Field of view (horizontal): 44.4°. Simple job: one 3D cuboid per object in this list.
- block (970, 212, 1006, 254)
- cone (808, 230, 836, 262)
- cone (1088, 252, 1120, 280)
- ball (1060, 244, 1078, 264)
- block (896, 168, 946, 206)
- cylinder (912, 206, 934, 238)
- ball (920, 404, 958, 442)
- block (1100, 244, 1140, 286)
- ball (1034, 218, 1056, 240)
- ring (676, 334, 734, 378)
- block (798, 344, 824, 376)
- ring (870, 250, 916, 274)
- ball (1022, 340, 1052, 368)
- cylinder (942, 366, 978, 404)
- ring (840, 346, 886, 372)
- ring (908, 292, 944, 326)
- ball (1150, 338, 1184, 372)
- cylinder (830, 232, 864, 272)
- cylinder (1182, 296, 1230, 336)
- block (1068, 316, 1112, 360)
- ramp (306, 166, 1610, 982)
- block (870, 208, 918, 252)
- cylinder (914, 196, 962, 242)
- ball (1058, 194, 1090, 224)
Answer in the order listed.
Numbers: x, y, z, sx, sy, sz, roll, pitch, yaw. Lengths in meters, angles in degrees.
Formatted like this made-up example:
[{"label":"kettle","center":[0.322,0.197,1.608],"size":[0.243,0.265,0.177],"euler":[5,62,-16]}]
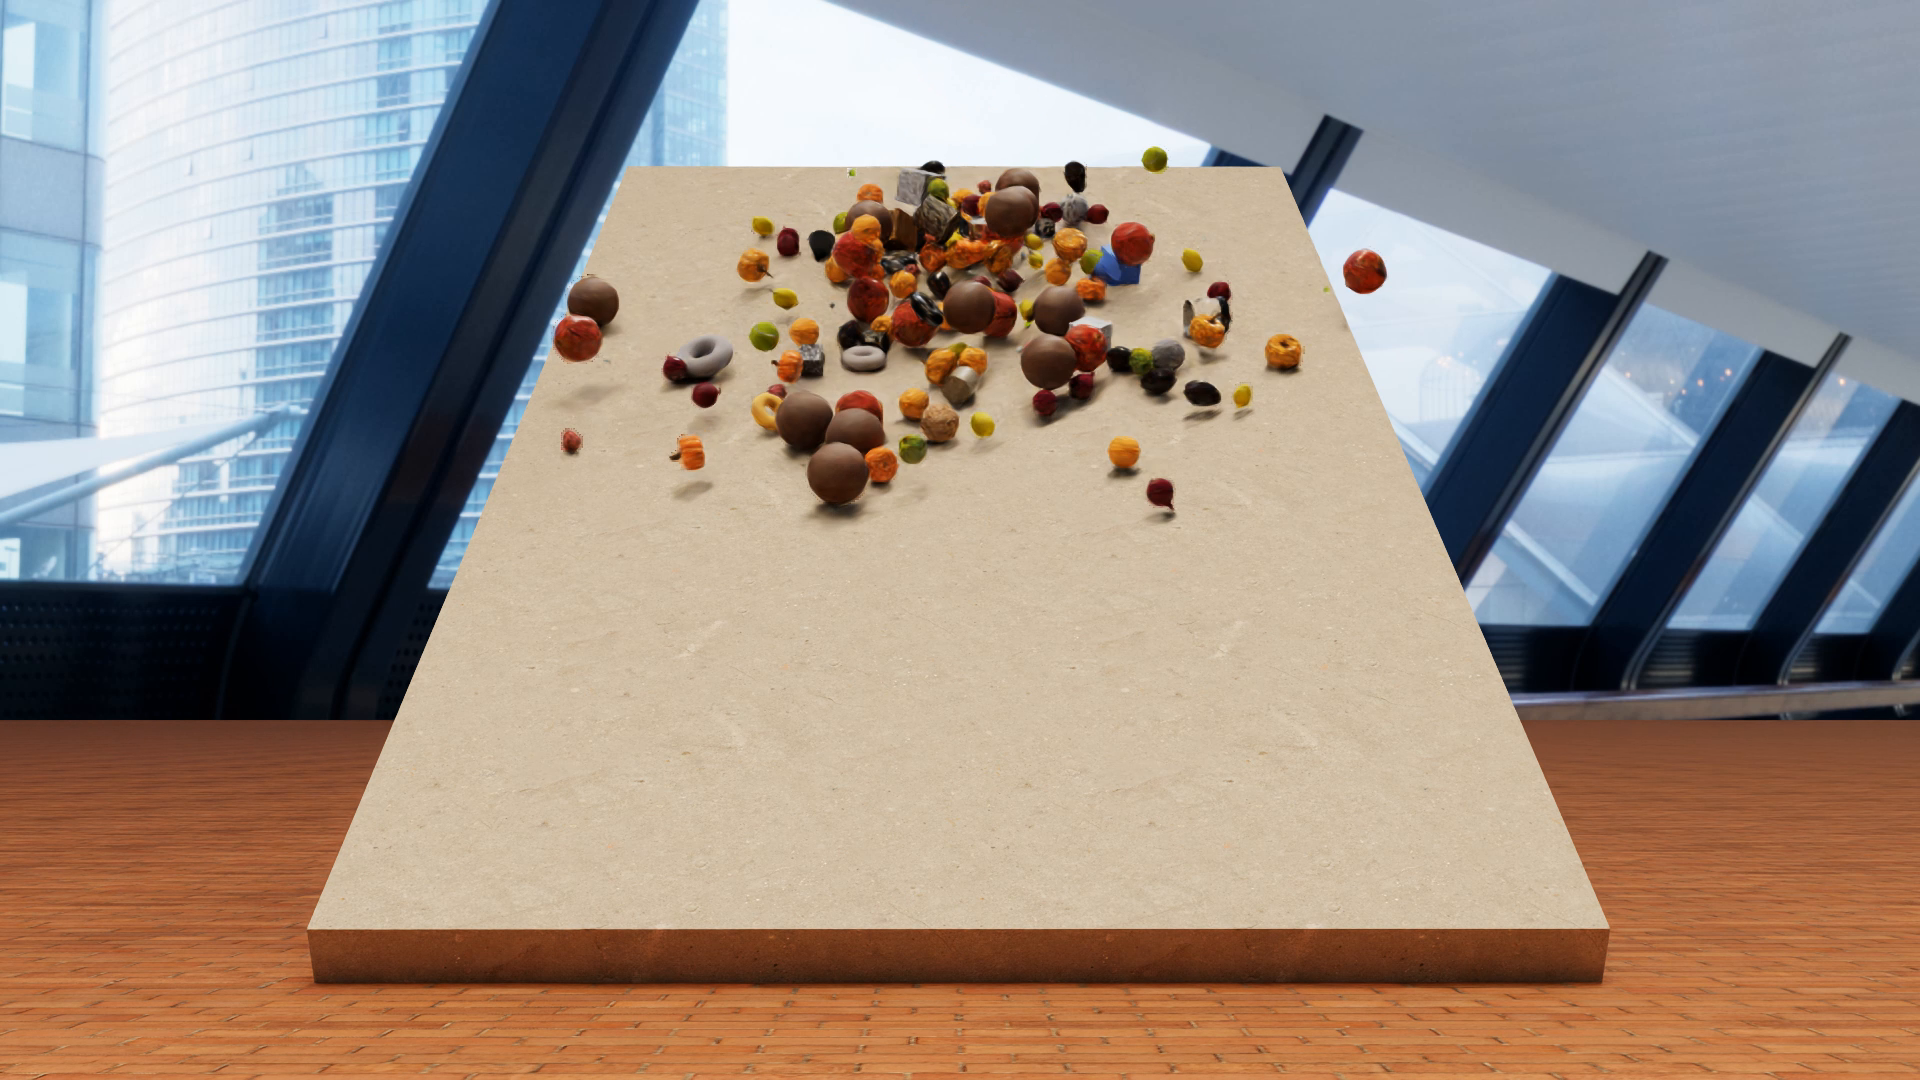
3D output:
[{"label":"block","center":[0.076,-0.847,6.478],"size":[0.086,0.086,0.086],"euler":[0,29,8]},{"label":"cone","center":[-0.382,-0.787,6.426],"size":[0.083,0.083,0.083],"euler":[7,-37,5]},{"label":"cone","center":[0.363,-0.698,6.125],"size":[0.077,0.077,0.077],"euler":[-24,-17,34]},{"label":"ball","center":[0.295,-0.778,6.396],"size":[0.051,0.051,0.051],"euler":[0,-4,0]},{"label":"block","center":[-0.111,-0.999,6.686],"size":[0.093,0.093,0.093],"euler":[22,17,35]},{"label":"cylinder","center":[-0.072,-0.892,6.586],"size":[0.087,0.087,0.087],"euler":[20,8,34]},{"label":"ball","center":[-0.046,-0.264,5.289],"size":[0.088,0.088,0.088],"euler":[0,-4,0]},{"label":"block","center":[0.427,-0.734,6.268],"size":[0.084,0.084,0.084],"euler":[-6,27,-13]},{"label":"ball","center":[0.238,-0.871,6.579],"size":[0.060,0.060,0.060],"euler":[0,-4,0]},{"label":"ring","center":[-0.615,-0.441,5.660],"size":[0.146,0.049,0.146],"euler":[-12,38,9]},{"label":"block","center":[-0.356,-0.434,5.655],"size":[0.054,0.054,0.054],"euler":[1,-35,3]},{"label":"ring","center":[-0.179,-0.749,6.346],"size":[0.123,0.041,0.123],"euler":[-1,26,0]},{"label":"ball","center":[0.186,-0.451,5.697],"size":[0.070,0.070,0.070],"euler":[0,-4,0]},{"label":"cylinder","center":[0.001,-0.364,5.516],"size":[0.069,0.069,0.069],"euler":[-2,25,22]},{"label":"ring","center":[-0.233,-0.441,5.713],"size":[0.112,0.037,0.112],"euler":[0,25,0]},{"label":"ring","center":[-0.077,-0.527,5.369],"size":[0.033,0.098,0.098],"euler":[-44,-20,16]},{"label":"ball","center":[0.501,-0.445,5.675],"size":[0.081,0.081,0.081],"euler":[0,-4,0]},{"label":"cylinder","center":[-0.303,-0.775,6.331],"size":[0.079,0.079,0.079],"euler":[4,-46,4]},{"label":"cylinder","center":[0.617,-0.560,5.900],"size":[0.092,0.092,0.092],"euler":[-7,-2,-15]},{"label":"block","center":[0.319,-0.496,5.784],"size":[0.077,0.077,0.077],"euler":[22,34,38]},{"label":"ramp","center":[-0.010,-0.229,5.433],"size":[2.000,0.100,4.000],"euler":[0,26,0]},{"label":"block","center":[-0.178,-0.835,6.391],"size":[0.090,0.090,0.090],"euler":[-6,-21,36]},{"label":"cylinder","center":[-0.061,-0.858,6.289],"size":[0.093,0.093,0.093],"euler":[31,2,11]},{"label":"ball","center":[0.323,-0.942,6.687],"size":[0.088,0.088,0.088],"euler":[0,-4,0]}]
